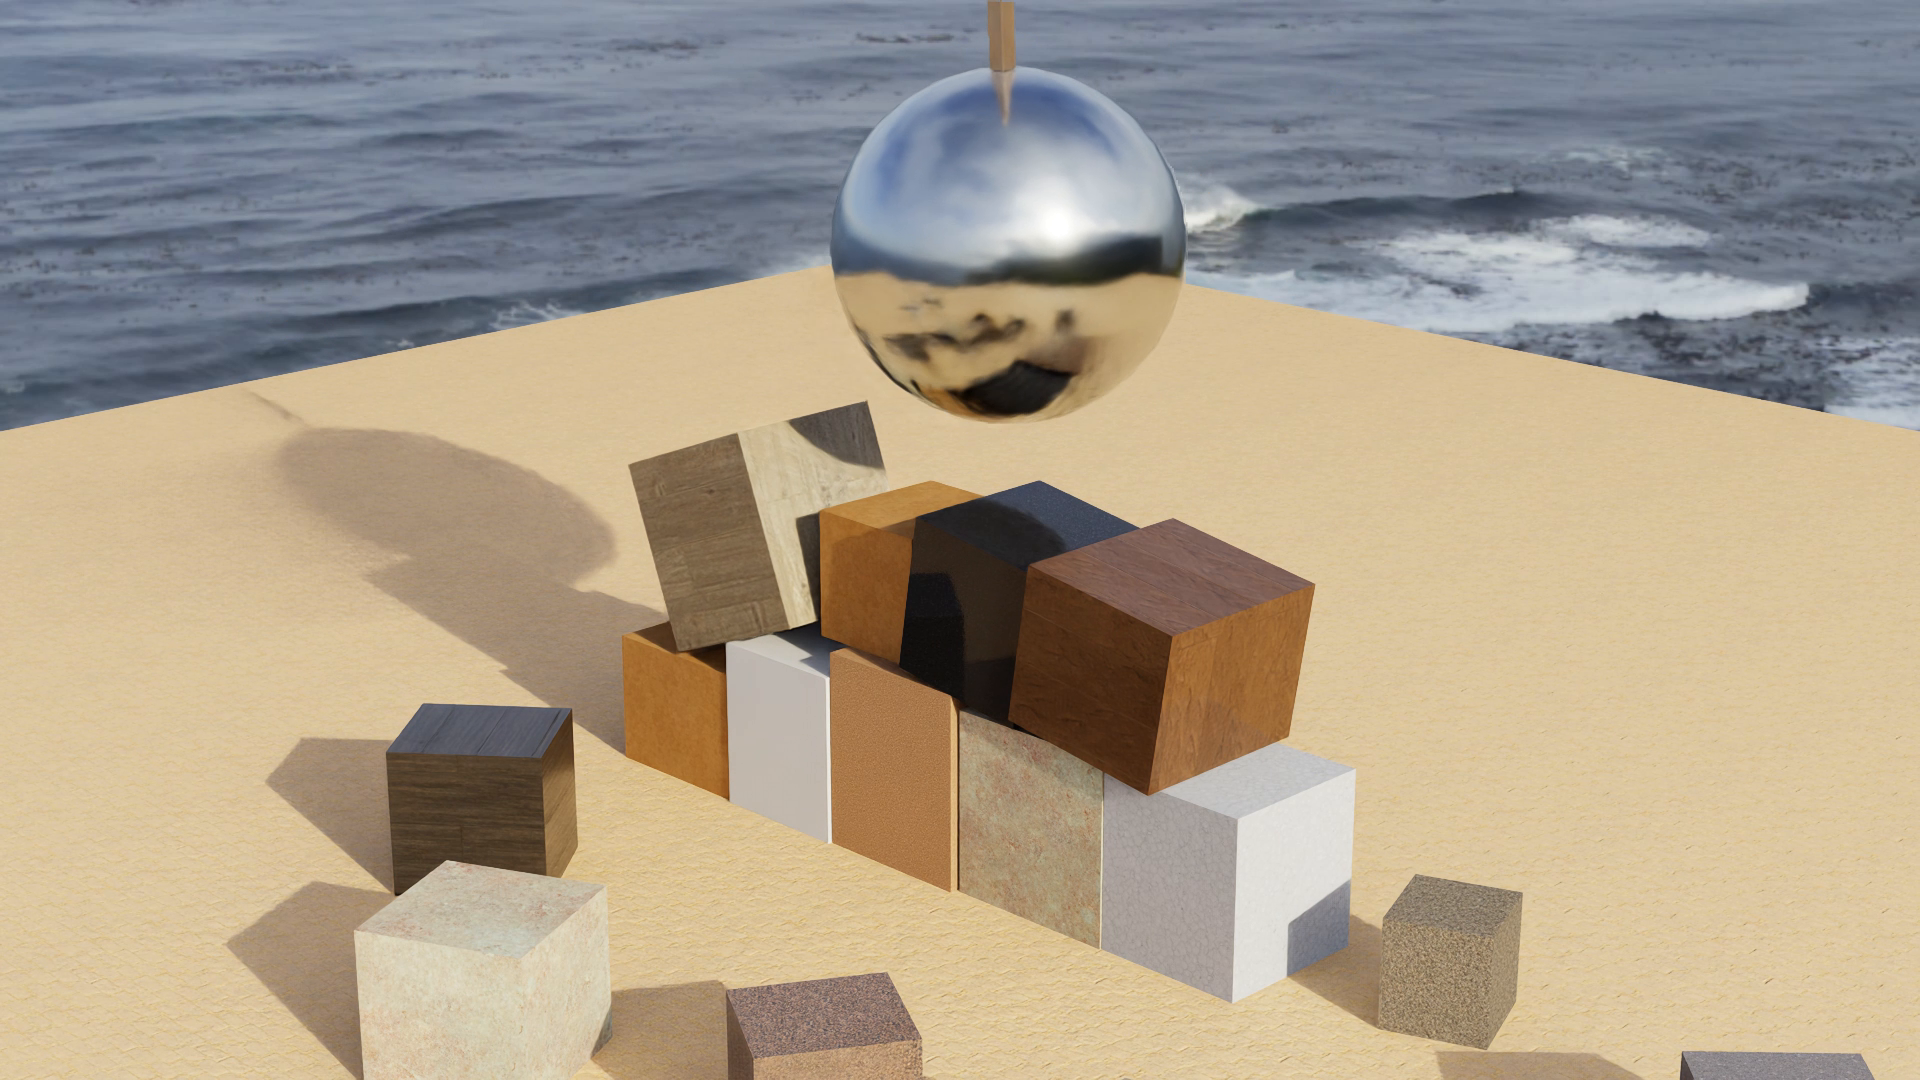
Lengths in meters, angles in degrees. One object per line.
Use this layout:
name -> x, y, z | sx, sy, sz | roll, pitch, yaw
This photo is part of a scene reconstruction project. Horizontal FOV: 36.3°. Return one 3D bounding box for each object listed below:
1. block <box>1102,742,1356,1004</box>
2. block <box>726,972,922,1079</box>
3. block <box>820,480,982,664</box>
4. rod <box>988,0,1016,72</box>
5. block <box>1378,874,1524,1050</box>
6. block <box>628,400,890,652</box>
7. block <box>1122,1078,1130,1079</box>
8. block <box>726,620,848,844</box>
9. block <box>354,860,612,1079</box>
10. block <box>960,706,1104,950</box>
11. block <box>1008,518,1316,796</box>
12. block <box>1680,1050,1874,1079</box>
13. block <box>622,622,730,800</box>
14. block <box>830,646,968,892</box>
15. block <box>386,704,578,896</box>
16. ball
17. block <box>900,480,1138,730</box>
block -> 1.150, 1.374, 12.592 | 0.781, 0.828, 0.736 | -17, 24, -42
block -> -0.508, 2.029, 10.918 | 0.622, 0.583, 0.572 | -4, 18, -14
block -> -0.177, 0.149, 13.668 | 0.707, 0.616, 0.629 | -16, 23, -41
rod -> 0.094, -4.520, 12.019 | 0.080, 5.200, 0.080 | 17, 27, 42
block -> 2.013, 1.725, 12.030 | 0.455, 0.495, 0.481 | 8, 19, 23
block -> -0.913, -0.064, 14.253 | 0.817, 0.949, 0.903 | -17, 3, -42
block -> 0.634, 2.306, 10.043 | 0.554, 0.579, 0.667 | 11, 20, 31
block -> -0.571, 0.870, 14.199 | 0.843, 0.826, 0.712 | -17, 24, -42
block -> -1.874, 1.764, 11.608 | 0.724, 0.674, 0.714 | 6, 19, 19
block -> 0.582, 1.181, 13.123 | 0.857, 0.878, 0.792 | 17, 24, 42
block -> 0.864, 0.483, 12.613 | 0.811, 0.740, 0.944 | 27, 30, 38
block -> 2.928, 2.206, 10.413 | 0.642, 0.548, 0.600 | 1, 17, 2
block -> -1.125, 0.792, 14.738 | 0.784, 0.652, 0.815 | -17, 24, -42
block -> -0.023, 0.970, 13.672 | 0.836, 0.952, 0.794 | -17, 24, -42
block -> -2.172, 1.191, 13.395 | 0.704, 0.695, 0.623 | 2, 18, 5
ball -> 0.216, -1.318, 13.154 | 1.600, 1.600, 1.600 | 0, 17, 0
block -> 0.297, 0.275, 13.085 | 0.715, 0.741, 0.797 | 27, 31, 38
